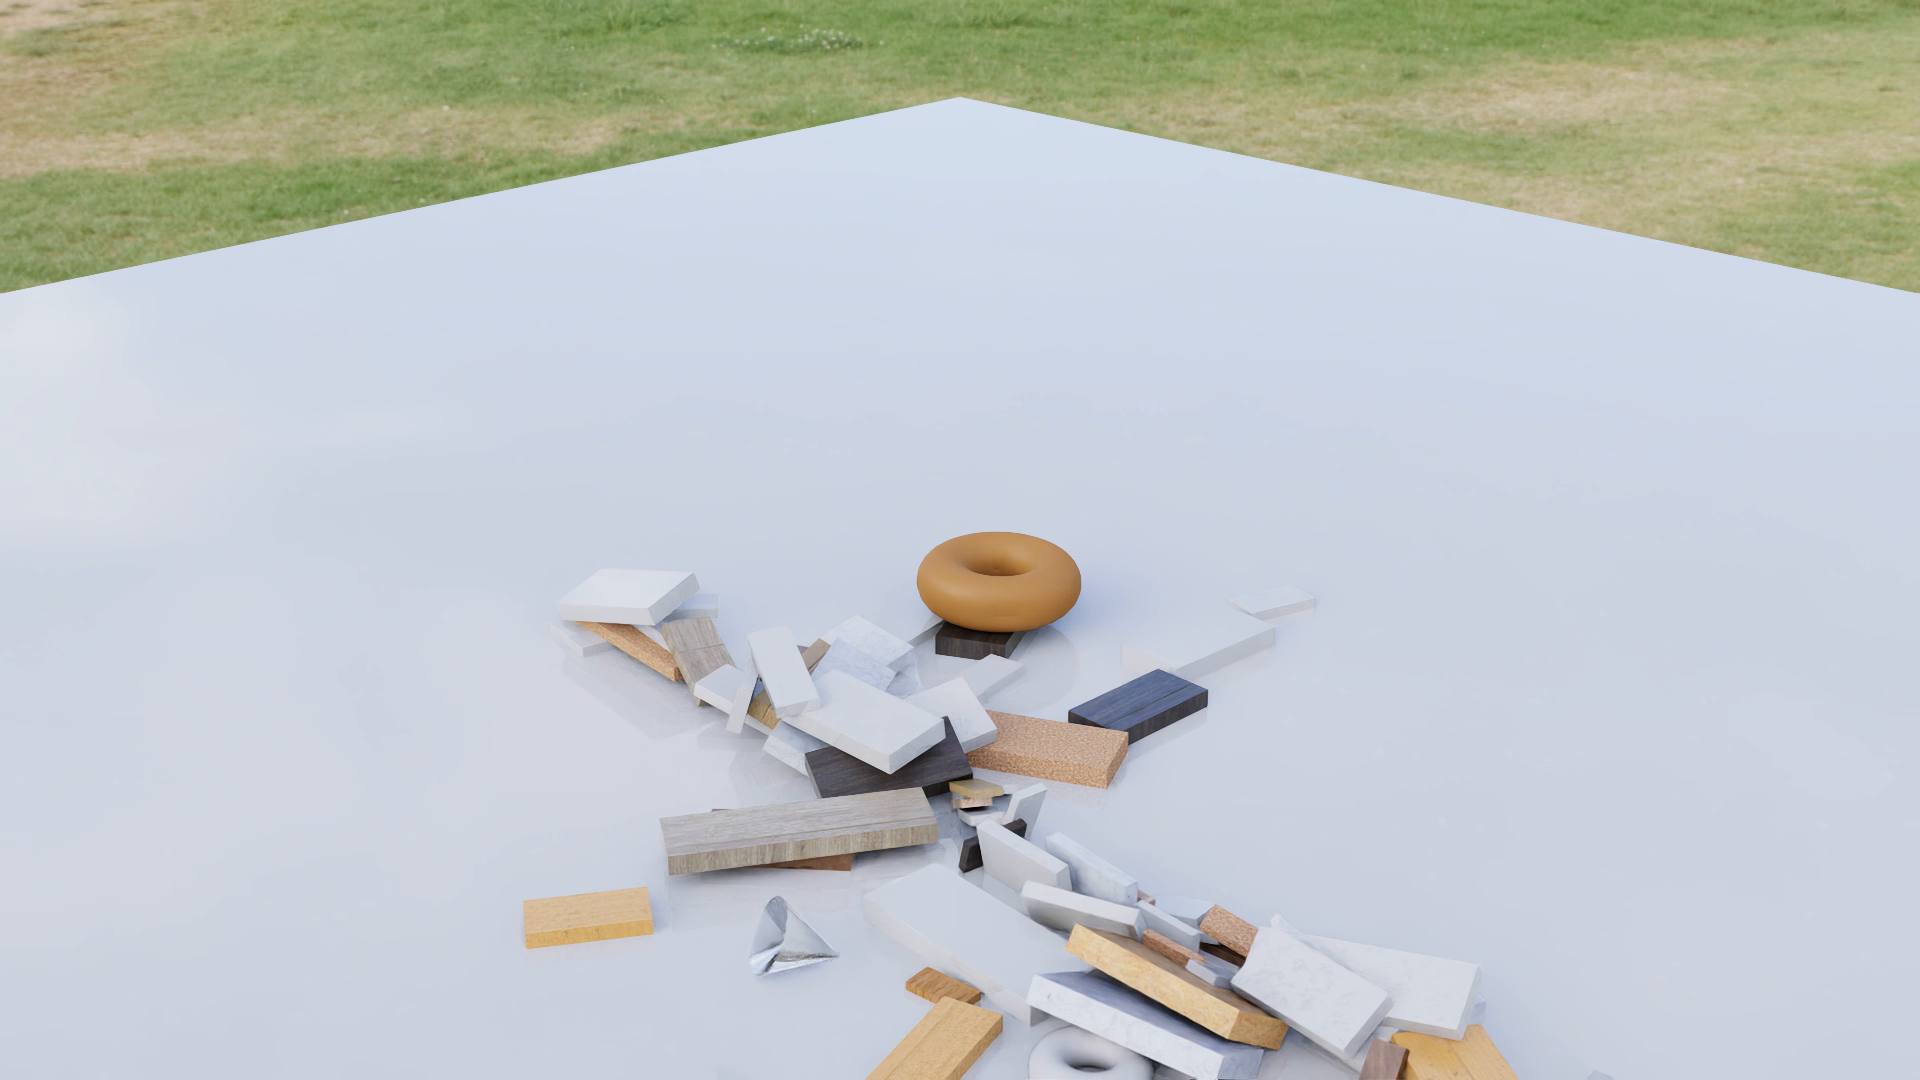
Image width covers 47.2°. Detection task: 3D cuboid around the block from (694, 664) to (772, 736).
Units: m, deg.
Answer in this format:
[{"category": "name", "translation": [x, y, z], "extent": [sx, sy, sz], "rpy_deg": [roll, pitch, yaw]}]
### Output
[{"category": "block", "translation": [-0.458, 0.353, 4.823], "extent": [0.227, 0.032, 0.113], "rpy_deg": [26, 32, 22]}]

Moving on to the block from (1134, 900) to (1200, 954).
[{"category": "block", "translation": [0.374, 0.715, 3.985], "extent": [0.020, 0.071, 0.142], "rpy_deg": [-19, 30, -38]}]

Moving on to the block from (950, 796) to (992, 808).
[{"category": "block", "translation": [0.023, 0.527, 4.415], "extent": [0.062, 0.017, 0.123], "rpy_deg": [-5, -6, -11]}]

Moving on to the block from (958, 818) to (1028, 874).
[{"category": "block", "translation": [0.064, 0.593, 4.269], "extent": [0.140, 0.070, 0.020], "rpy_deg": [-16, 43, -34]}]

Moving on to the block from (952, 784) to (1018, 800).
[{"category": "block", "translation": [0.050, 0.514, 4.489], "extent": [0.123, 0.017, 0.062], "rpy_deg": [-5, -7, -11]}]

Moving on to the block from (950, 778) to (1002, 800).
[{"category": "block", "translation": [0.032, 0.498, 4.407], "extent": [0.062, 0.017, 0.123], "rpy_deg": [-6, 4, -23]}]

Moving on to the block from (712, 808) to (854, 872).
[{"category": "block", "translation": [-0.353, 0.588, 4.321], "extent": [0.295, 0.042, 0.148], "rpy_deg": [2, 23, 4]}]

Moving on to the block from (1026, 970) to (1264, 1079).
[{"category": "block", "translation": [0.308, 0.810, 3.666], "extent": [0.358, 0.051, 0.179], "rpy_deg": [18, 1, 30]}]

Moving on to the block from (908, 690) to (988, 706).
[{"category": "block", "translation": [-0.040, 0.358, 4.821], "extent": [0.185, 0.026, 0.093], "rpy_deg": [-2, 17, 37]}]

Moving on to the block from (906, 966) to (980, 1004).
[{"category": "block", "translation": [-0.030, 0.793, 3.870], "extent": [0.121, 0.017, 0.061], "rpy_deg": [18, 29, 35]}]

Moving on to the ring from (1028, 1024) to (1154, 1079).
[{"category": "ring", "translation": [0.214, 0.871, 3.620], "extent": [0.208, 0.069, 0.208], "rpy_deg": [1, 21, 0]}]

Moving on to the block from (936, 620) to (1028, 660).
[{"category": "block", "translation": [0.075, 0.191, 5.248], "extent": [0.170, 0.048, 0.339], "rpy_deg": [7, 24, 16]}]

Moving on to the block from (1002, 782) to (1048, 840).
[{"category": "block", "translation": [0.122, 0.540, 4.311], "extent": [0.070, 0.140, 0.020], "rpy_deg": [-17, 49, -34]}]

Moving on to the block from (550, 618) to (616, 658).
[{"category": "block", "translation": [-0.892, 0.225, 5.200], "extent": [0.087, 0.025, 0.175], "rpy_deg": [-15, 27, -32]}]

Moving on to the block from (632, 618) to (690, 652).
[{"category": "block", "translation": [-0.680, 0.194, 5.118], "extent": [0.113, 0.032, 0.226], "rpy_deg": [-16, 28, -33]}]

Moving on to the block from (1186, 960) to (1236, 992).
[{"category": "block", "translation": [0.458, 0.765, 3.845], "extent": [0.066, 0.019, 0.131], "rpy_deg": [25, 0, 44]}]

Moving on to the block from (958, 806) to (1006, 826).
[{"category": "block", "translation": [0.043, 0.548, 4.377], "extent": [0.070, 0.020, 0.140], "rpy_deg": [-5, 1, -11]}]

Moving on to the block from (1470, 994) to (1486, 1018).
[{"category": "block", "translation": [0.813, 0.809, 3.821], "extent": [0.177, 0.025, 0.089], "rpy_deg": [-10, 25, -22]}]

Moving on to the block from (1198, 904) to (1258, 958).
[{"category": "block", "translation": [0.501, 0.711, 3.962], "extent": [0.130, 0.018, 0.065], "rpy_deg": [29, 35, 16]}]

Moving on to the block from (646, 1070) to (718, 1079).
[{"category": "block", "translation": [-0.443, 0.935, 3.516], "extent": [0.115, 0.033, 0.230], "rpy_deg": [-3, 23, -7]}]

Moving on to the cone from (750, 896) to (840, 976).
[{"category": "cone", "translation": [-0.279, 0.731, 3.955], "extent": [0.146, 0.146, 0.146], "rpy_deg": [21, 15, -23]}]

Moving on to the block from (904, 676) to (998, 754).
[{"category": "block", "translation": [-0.096, 0.407, 4.599], "extent": [0.310, 0.044, 0.155], "rpy_deg": [-20, 52, -20]}]

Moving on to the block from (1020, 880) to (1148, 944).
[{"category": "block", "translation": [0.229, 0.685, 4.001], "extent": [0.223, 0.112, 0.032], "rpy_deg": [11, 58, 25]}]

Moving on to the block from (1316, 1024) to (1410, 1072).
[{"category": "block", "translation": [0.638, 0.797, 3.731], "extent": [0.125, 0.035, 0.250], "rpy_deg": [-44, 42, -17]}]

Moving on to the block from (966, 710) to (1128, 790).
[{"category": "block", "translation": [0.170, 0.441, 4.661], "extent": [0.339, 0.048, 0.170], "rpy_deg": [8, 24, 17]}]

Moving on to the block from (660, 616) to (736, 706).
[{"category": "block", "translation": [-0.577, 0.271, 4.956], "extent": [0.113, 0.032, 0.227], "rpy_deg": [-10, 49, -30]}]

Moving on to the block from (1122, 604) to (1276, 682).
[{"category": "block", "translation": [0.558, 0.244, 5.124], "extent": [0.339, 0.048, 0.170], "rpy_deg": [-19, 30, -38]}]

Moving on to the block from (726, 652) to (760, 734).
[{"category": "block", "translation": [-0.456, 0.307, 4.752], "extent": [0.032, 0.113, 0.227], "rpy_deg": [17, 29, -3]}]

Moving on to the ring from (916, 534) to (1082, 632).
[{"category": "ring", "translation": [0.093, 0.097, 5.244], "extent": [0.394, 0.131, 0.394], "rpy_deg": [1, 24, 0]}]

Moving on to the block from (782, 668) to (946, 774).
[{"category": "block", "translation": [-0.202, 0.370, 4.523], "extent": [0.320, 0.045, 0.160], "rpy_deg": [22, 39, 39]}]

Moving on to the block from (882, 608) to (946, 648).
[{"category": "block", "translation": [-0.122, 0.217, 5.215], "extent": [0.095, 0.027, 0.190], "rpy_deg": [15, 27, 31]}]
